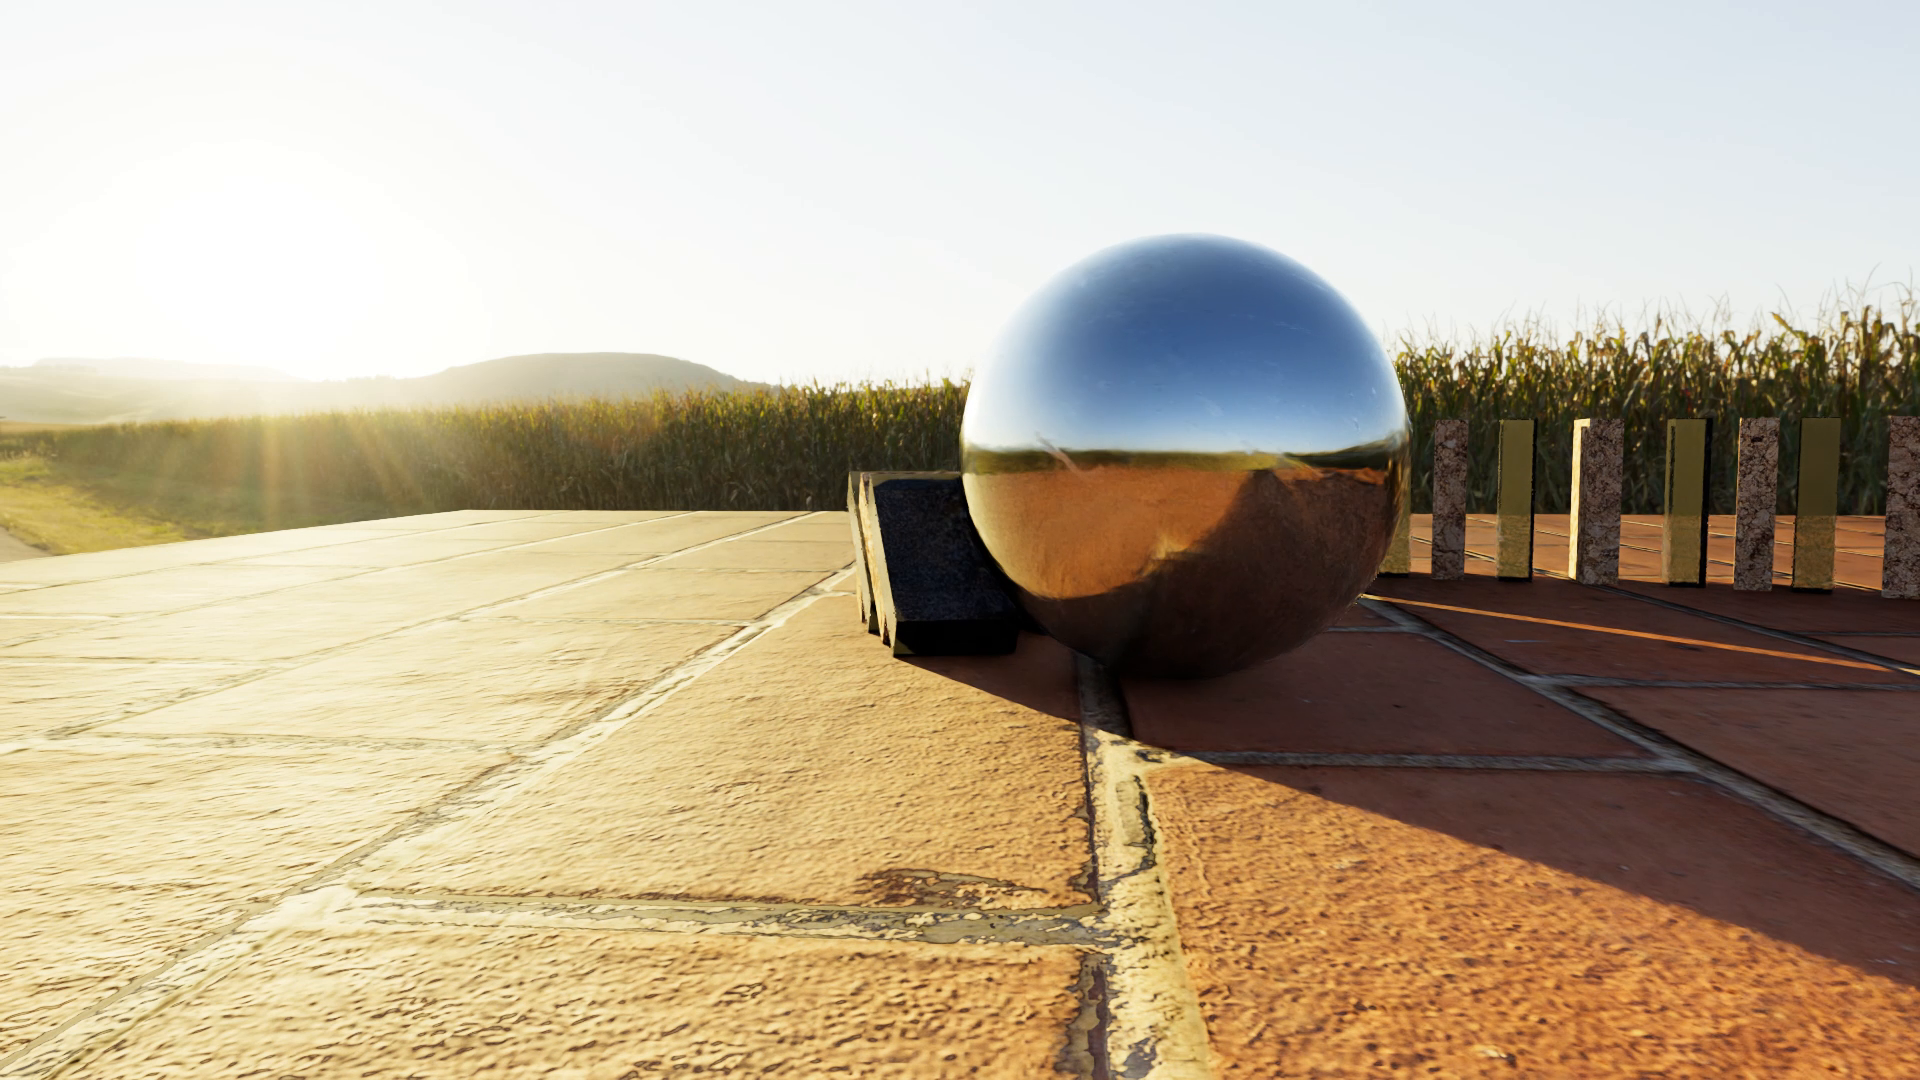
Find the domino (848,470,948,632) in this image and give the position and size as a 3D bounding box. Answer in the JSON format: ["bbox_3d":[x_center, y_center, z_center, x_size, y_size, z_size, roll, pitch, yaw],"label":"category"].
[{"bbox_3d":[-0.012,0.002,0.308,0.025,0.010,0.050,-1,38,-11],"label":"domino"}]

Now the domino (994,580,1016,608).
[{"bbox_3d":[0.013,0.000,0.351,0.025,0.009,0.050,-1,33,-14],"label":"domino"}]

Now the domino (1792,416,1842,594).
[{"bbox_3d":[0.250,-0.010,0.374,0.009,0.050,0.025,3,5,35],"label":"domino"}]

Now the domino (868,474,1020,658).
[{"bbox_3d":[-0.005,0.004,0.275,0.025,0.010,0.050,-1,38,-11],"label":"domino"}]

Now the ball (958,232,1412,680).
[{"bbox_3d":[0.040,-0.015,0.233,0.080,0.080,0.080,0,4,0],"label":"ball"}]

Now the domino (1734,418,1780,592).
[{"bbox_3d":[0.237,-0.011,0.382,0.009,0.050,0.025,3,5,31],"label":"domino"}]

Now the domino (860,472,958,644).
[{"bbox_3d":[-0.008,0.003,0.292,0.025,0.010,0.050,-1,38,-11],"label":"domino"}]

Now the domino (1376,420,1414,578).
[{"bbox_3d":[0.142,-0.014,0.419,0.009,0.050,0.025,2,5,21],"label":"domino"}]

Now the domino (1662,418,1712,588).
[{"bbox_3d":[0.221,-0.012,0.390,0.009,0.050,0.025,2,5,24],"label":"domino"}]

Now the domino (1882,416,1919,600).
[{"bbox_3d":[0.267,-0.010,0.361,0.009,0.050,0.025,3,5,37],"label":"domino"}]

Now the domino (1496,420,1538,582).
[{"bbox_3d":[0.176,-0.013,0.405,0.009,0.050,0.025,2,5,21],"label":"domino"}]

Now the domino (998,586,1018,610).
[{"bbox_3d":[0.021,0.000,0.335,0.025,0.010,0.050,2,33,-9],"label":"domino"}]

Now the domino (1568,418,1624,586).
[{"bbox_3d":[0.197,-0.012,0.398,0.009,0.050,0.025,1,4,16],"label":"domino"}]

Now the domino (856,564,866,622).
[{"bbox_3d":[-0.014,0.013,0.331,0.025,0.009,0.050,0,4,-6],"label":"domino"}]

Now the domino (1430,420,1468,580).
[{"bbox_3d":[0.158,-0.013,0.412,0.010,0.050,0.025,2,5,22],"label":"domino"}]

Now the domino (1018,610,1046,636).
[{"bbox_3d":[0.027,-0.001,0.300,0.050,0.009,0.025,-47,22,-16],"label":"domino"}]
